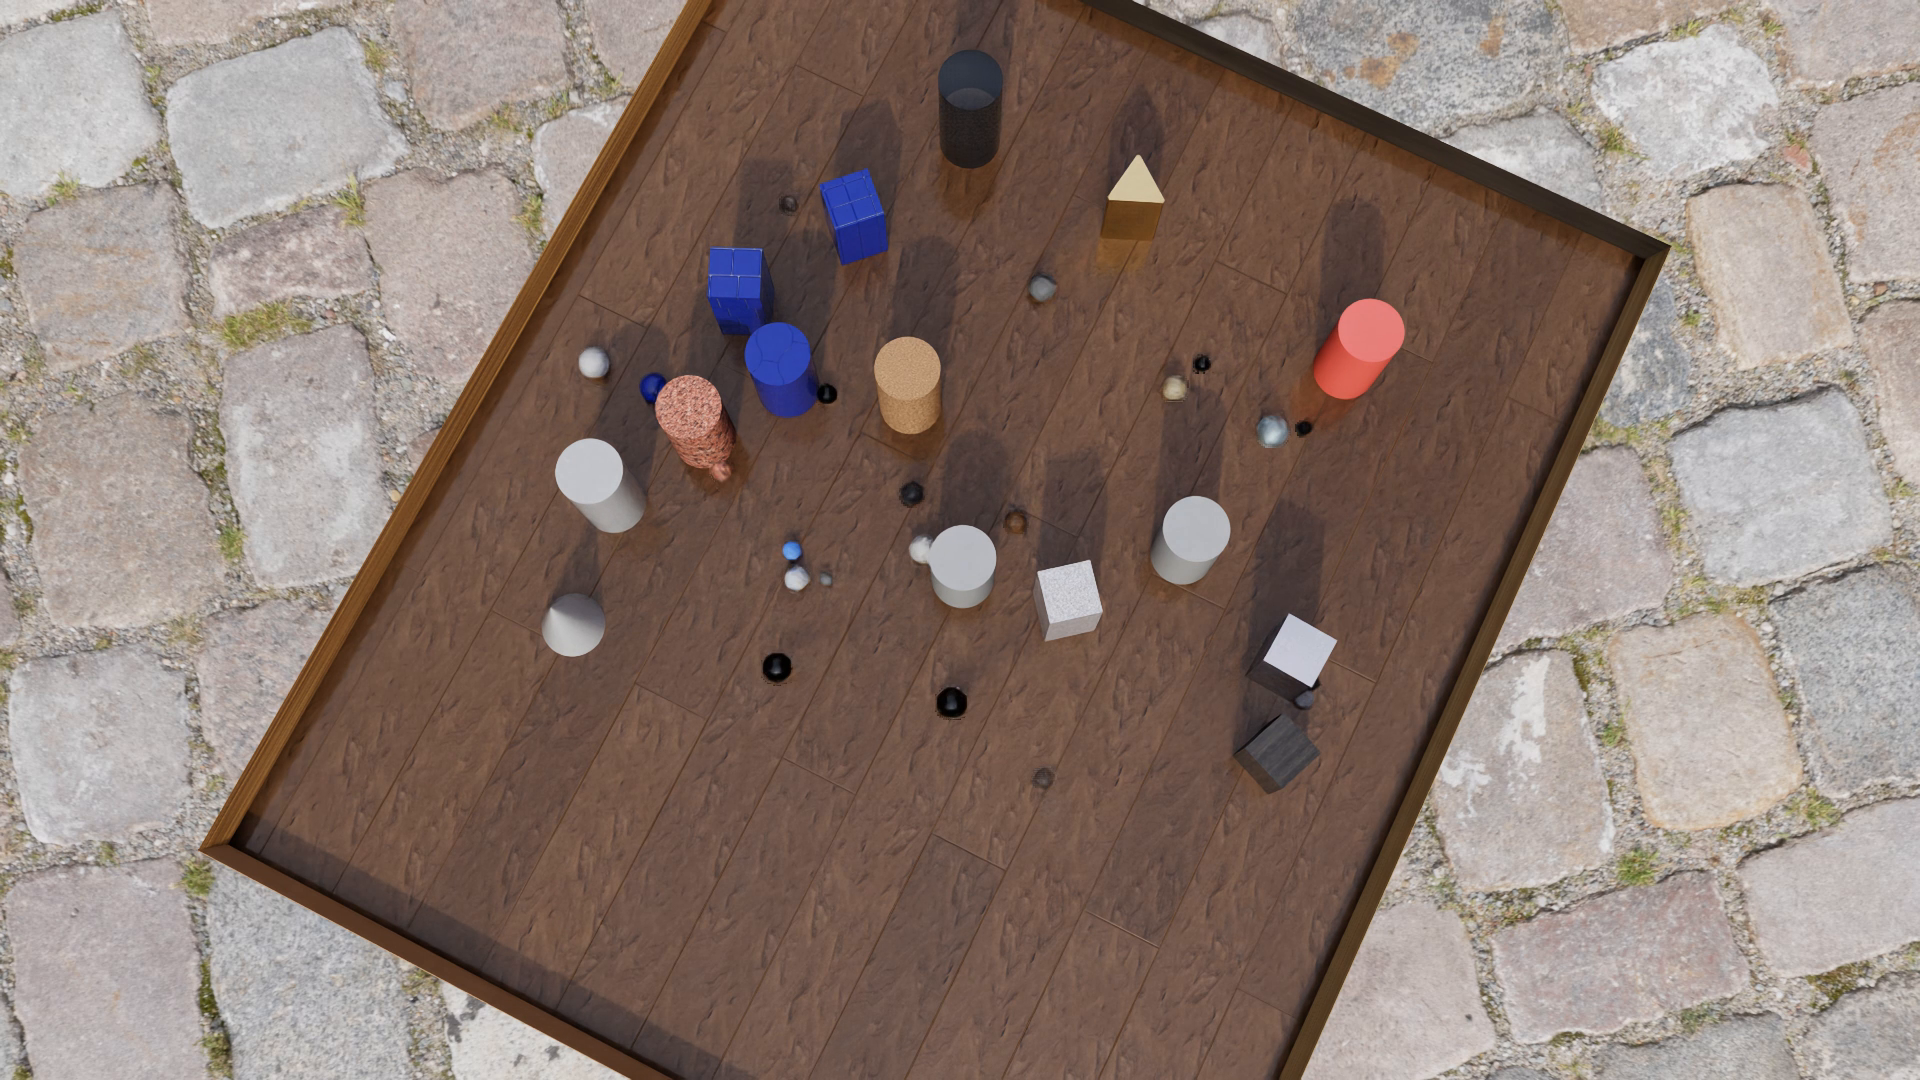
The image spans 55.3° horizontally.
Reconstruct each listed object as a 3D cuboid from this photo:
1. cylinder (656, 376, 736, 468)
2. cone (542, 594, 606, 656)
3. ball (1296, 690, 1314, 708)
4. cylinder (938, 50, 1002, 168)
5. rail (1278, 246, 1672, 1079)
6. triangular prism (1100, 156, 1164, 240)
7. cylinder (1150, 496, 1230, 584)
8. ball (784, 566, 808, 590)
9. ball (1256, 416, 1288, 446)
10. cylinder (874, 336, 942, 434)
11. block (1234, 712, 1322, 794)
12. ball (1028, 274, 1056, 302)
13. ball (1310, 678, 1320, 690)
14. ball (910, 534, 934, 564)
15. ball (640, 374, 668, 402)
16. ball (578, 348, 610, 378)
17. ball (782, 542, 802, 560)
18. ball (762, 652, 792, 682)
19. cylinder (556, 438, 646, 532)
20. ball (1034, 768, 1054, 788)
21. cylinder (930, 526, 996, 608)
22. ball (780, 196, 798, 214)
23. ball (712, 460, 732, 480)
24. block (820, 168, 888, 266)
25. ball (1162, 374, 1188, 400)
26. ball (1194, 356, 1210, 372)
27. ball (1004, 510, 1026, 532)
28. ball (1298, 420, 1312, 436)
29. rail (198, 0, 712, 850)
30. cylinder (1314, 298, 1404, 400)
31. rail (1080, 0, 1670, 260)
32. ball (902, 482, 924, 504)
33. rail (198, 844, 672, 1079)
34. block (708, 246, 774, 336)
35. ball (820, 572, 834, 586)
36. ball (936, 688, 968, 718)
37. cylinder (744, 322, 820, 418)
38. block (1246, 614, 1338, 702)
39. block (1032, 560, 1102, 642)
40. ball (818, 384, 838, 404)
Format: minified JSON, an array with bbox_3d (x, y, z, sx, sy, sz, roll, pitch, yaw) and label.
[{"bbox_3d":[-0.791,-0.352,5.511,0.194,0.350,0.194,0,78,0],"label":"cylinder"},{"bbox_3d":[-1.174,0.225,5.409,0.194,0.316,0.194,0,78,0],"label":"cone"},{"bbox_3d":[1.032,0.473,5.490,0.057,0.057,0.057,0,78,0],"label":"ball"},{"bbox_3d":[0.031,-1.327,5.669,0.194,0.435,0.194,0,78,0],"label":"cylinder"},{"bbox_3d":[1.374,0.680,5.411,0.045,0.126,3.627,26,80,5],"label":"rail"},{"bbox_3d":[0.534,-1.060,5.674,0.168,0.317,0.145,4,78,1],"label":"triangular prism"},{"bbox_3d":[0.679,0.005,5.432,0.194,0.359,0.194,0,78,0],"label":"cylinder"},{"bbox_3d":[-0.495,0.117,5.555,0.074,0.074,0.074,0,78,0],"label":"ball"},{"bbox_3d":[0.961,-0.336,5.638,0.095,0.095,0.095,0,78,0],"label":"ball"},{"bbox_3d":[-0.153,-0.461,5.521,0.194,0.375,0.194,0,78,0],"label":"cylinder"},{"bbox_3d":[0.925,0.627,5.362,0.155,0.245,0.155,-41,81,-8],"label":"block"},{"bbox_3d":[0.257,-0.791,5.736,0.086,0.086,0.086,0,78,0],"label":"ball"},{"bbox_3d":[1.057,0.429,5.503,0.048,0.048,0.048,0,78,0],"label":"ball"},{"bbox_3d":[-0.111,0.028,5.566,0.087,0.087,0.087,0,78,0],"label":"ball"},{"bbox_3d":[-0.945,-0.469,5.668,0.090,0.090,0.090,0,78,0],"label":"ball"},{"bbox_3d":[-1.134,-0.549,5.681,0.097,0.097,0.097,0,78,0],"label":"ball"},{"bbox_3d":[-0.512,0.033,5.580,0.058,0.058,0.058,0,78,0],"label":"ball"},{"bbox_3d":[-0.548,0.383,5.492,0.089,0.089,0.089,0,78,0],"label":"ball"},{"bbox_3d":[-1.062,-0.157,5.445,0.194,0.399,0.194,0,78,0],"label":"cylinder"},{"bbox_3d":[0.250,0.707,5.439,0.062,0.062,0.062,0,78,0],"label":"ball"},{"bbox_3d":[0.008,0.082,5.445,0.194,0.302,0.194,0,78,0],"label":"cylinder"},{"bbox_3d":[-0.541,-1.063,5.808,0.056,0.056,0.056,0,78,0],"label":"ball"},{"bbox_3d":[-0.732,-0.213,5.621,0.062,0.062,0.062,0,78,0],"label":"ball"},{"bbox_3d":[-0.326,-0.995,5.667,0.155,0.305,0.155,-19,79,-4],"label":"block"},{"bbox_3d":[0.665,-0.472,5.673,0.080,0.080,0.080,0,78,0],"label":"ball"},{"bbox_3d":[0.755,-0.548,5.704,0.051,0.051,0.051,0,78,0],"label":"ball"},{"bbox_3d":[0.170,-0.057,5.594,0.067,0.067,0.067,0,78,0],"label":"ball"},{"bbox_3d":[1.066,-0.346,5.665,0.045,0.045,0.045,0,78,0],"label":"ball"},{"bbox_3d":[-1.374,-0.666,5.689,0.045,0.126,3.627,26,80,5],"label":"rail"},{"bbox_3d":[1.200,-0.573,5.538,0.194,0.387,0.194,0,78,0],"label":"cylinder"},{"bbox_3d":[0.800,-1.561,5.874,3.121,0.126,0.045,26,80,5],"label":"rail"},{"bbox_3d":[-0.145,-0.142,5.610,0.070,0.070,0.070,0,78,0],"label":"ball"},{"bbox_3d":[-0.800,1.574,5.225,3.121,0.126,0.045,26,80,5],"label":"rail"},{"bbox_3d":[-0.666,-0.755,5.592,0.155,0.354,0.155,2,78,0],"label":"block"},{"bbox_3d":[-0.406,0.117,5.569,0.045,0.045,0.045,0,78,0],"label":"ball"},{"bbox_3d":[-0.024,0.486,5.468,0.093,0.093,0.093,0,78,0],"label":"ball"},{"bbox_3d":[-0.535,-0.510,5.544,0.194,0.349,0.194,0,78,0],"label":"cylinder"},{"bbox_3d":[0.966,0.348,5.367,0.155,0.347,0.155,30,80,6],"label":"block"},{"bbox_3d":[0.314,0.183,5.403,0.155,0.344,0.155,-12,79,-3],"label":"block"},{"bbox_3d":[-0.411,-0.451,5.678,0.062,0.062,0.062,0,78,0],"label":"ball"}]
